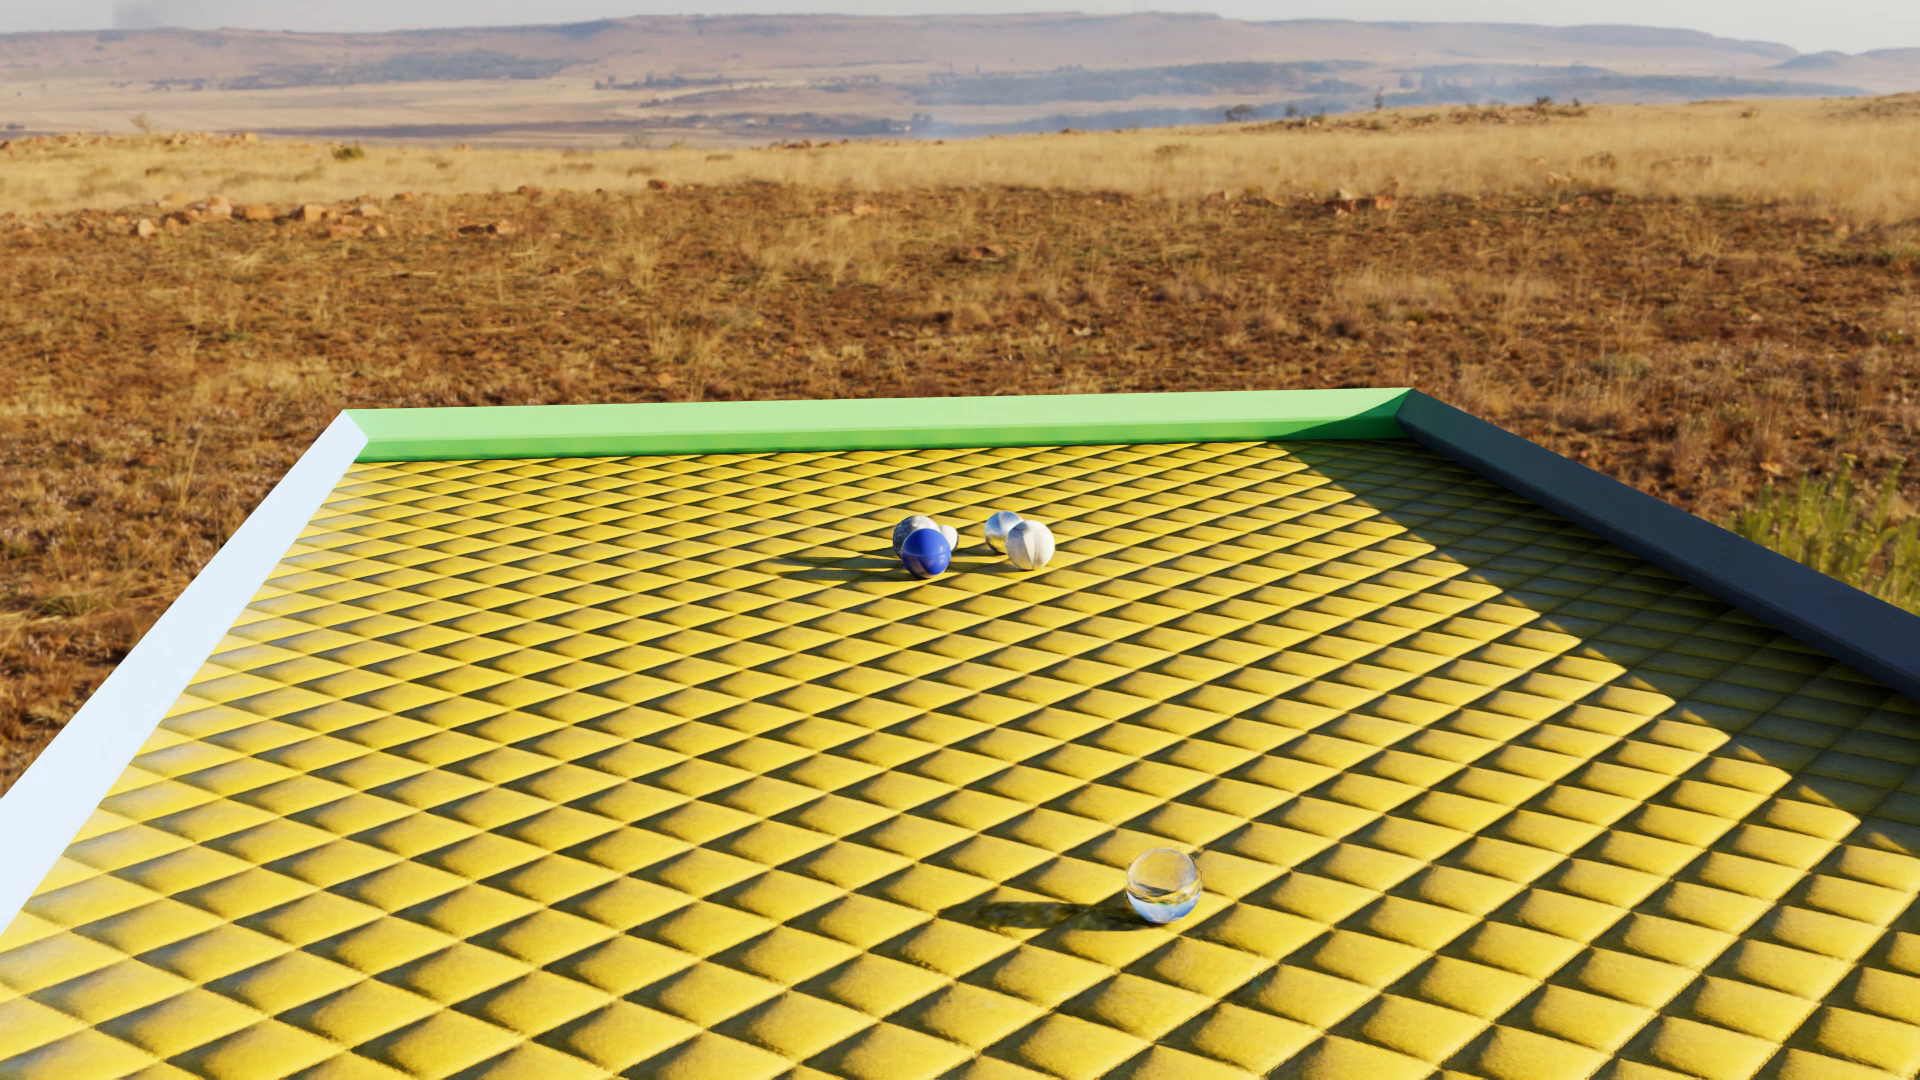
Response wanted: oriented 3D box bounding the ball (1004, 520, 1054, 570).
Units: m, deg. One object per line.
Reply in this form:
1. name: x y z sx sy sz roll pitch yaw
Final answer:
1. ball: 0.094 0.007 2.958 0.067 0.067 0.067 0 13 0

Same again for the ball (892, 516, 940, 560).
1. ball: -0.058 0.000 2.983 0.069 0.069 0.069 0 13 0

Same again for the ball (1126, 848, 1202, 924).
1. ball: 0.163 0.277 1.762 0.061 0.061 0.061 0 13 0

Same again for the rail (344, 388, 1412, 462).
1. rail: -0.112 -0.198 3.821 1.873 0.089 0.045 -2 13 -7

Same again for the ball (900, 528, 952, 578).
1. ball: -0.045 0.017 2.909 0.067 0.067 0.067 0 13 0

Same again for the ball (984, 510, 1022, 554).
1. ball: 0.062 -0.011 3.052 0.060 0.060 0.060 0 13 0

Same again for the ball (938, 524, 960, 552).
1. ball: -0.021 0.000 3.049 0.042 0.042 0.042 0 13 0

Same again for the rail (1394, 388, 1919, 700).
1. rail: 1.020 0.148 2.271 0.045 0.089 3.495 -2 13 -7

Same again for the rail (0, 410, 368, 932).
1. rail: -0.790 0.201 2.036 0.045 0.089 3.495 -2 13 -7
